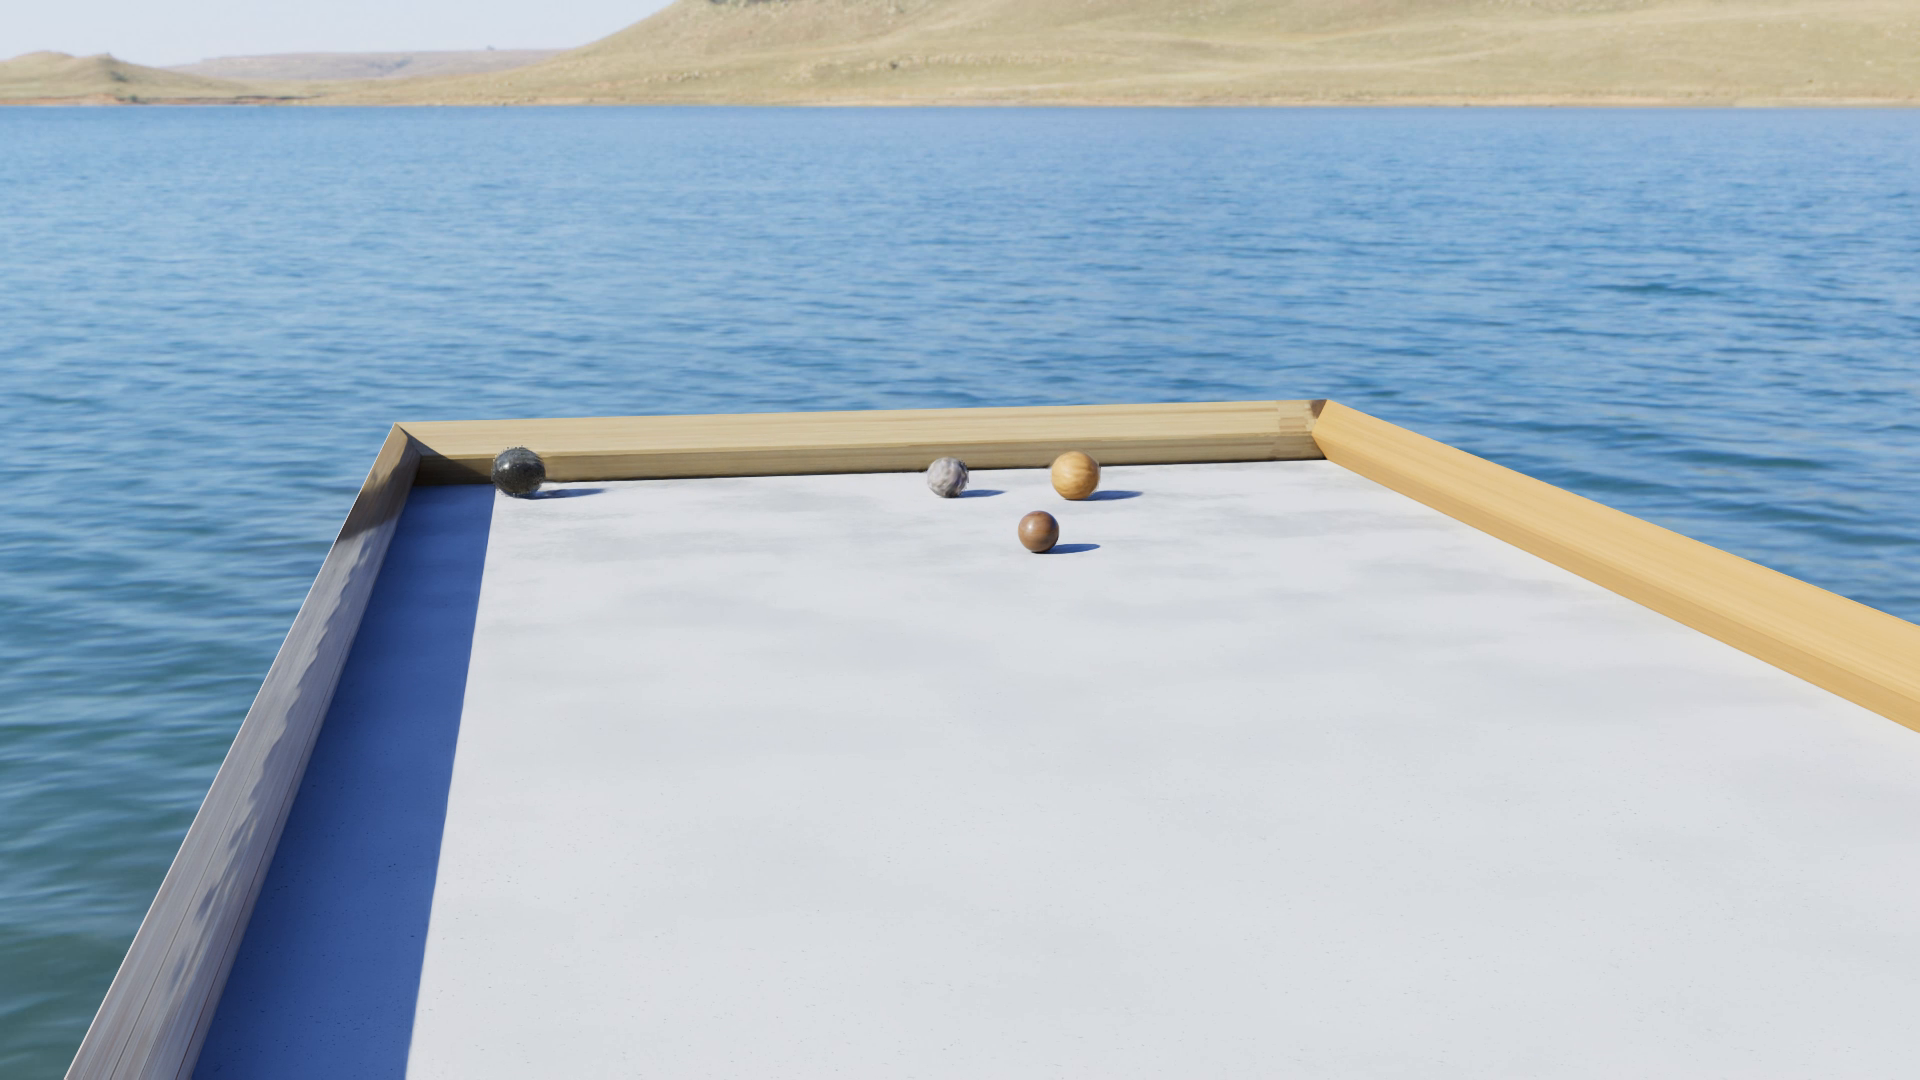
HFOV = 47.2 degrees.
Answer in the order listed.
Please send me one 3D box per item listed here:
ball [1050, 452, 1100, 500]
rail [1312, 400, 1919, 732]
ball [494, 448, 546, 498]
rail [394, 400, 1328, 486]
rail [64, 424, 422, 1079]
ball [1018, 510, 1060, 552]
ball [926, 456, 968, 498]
[{"bbox_3d":[0.186,-0.104,3.560,0.079,0.079,0.079,0,11,0],"label":"ball"},{"bbox_3d":[0.922,0.105,2.429,0.045,0.107,3.177,-2,11,-10],"label":"rail"},{"bbox_3d":[-0.717,-0.109,3.577,0.082,0.082,0.082,0,11,0],"label":"ball"},{"bbox_3d":[-0.137,-0.168,3.801,1.634,0.107,0.045,-2,11,-10],"label":"rail"},{"bbox_3d":[-0.640,0.160,2.153,0.045,0.107,3.177,-2,11,-10],"label":"rail"},{"bbox_3d":[0.113,-0.012,3.143,0.061,0.061,0.061,0,11,0],"label":"ball"},{"bbox_3d":[-0.022,-0.103,3.584,0.066,0.066,0.066,0,11,0],"label":"ball"}]
